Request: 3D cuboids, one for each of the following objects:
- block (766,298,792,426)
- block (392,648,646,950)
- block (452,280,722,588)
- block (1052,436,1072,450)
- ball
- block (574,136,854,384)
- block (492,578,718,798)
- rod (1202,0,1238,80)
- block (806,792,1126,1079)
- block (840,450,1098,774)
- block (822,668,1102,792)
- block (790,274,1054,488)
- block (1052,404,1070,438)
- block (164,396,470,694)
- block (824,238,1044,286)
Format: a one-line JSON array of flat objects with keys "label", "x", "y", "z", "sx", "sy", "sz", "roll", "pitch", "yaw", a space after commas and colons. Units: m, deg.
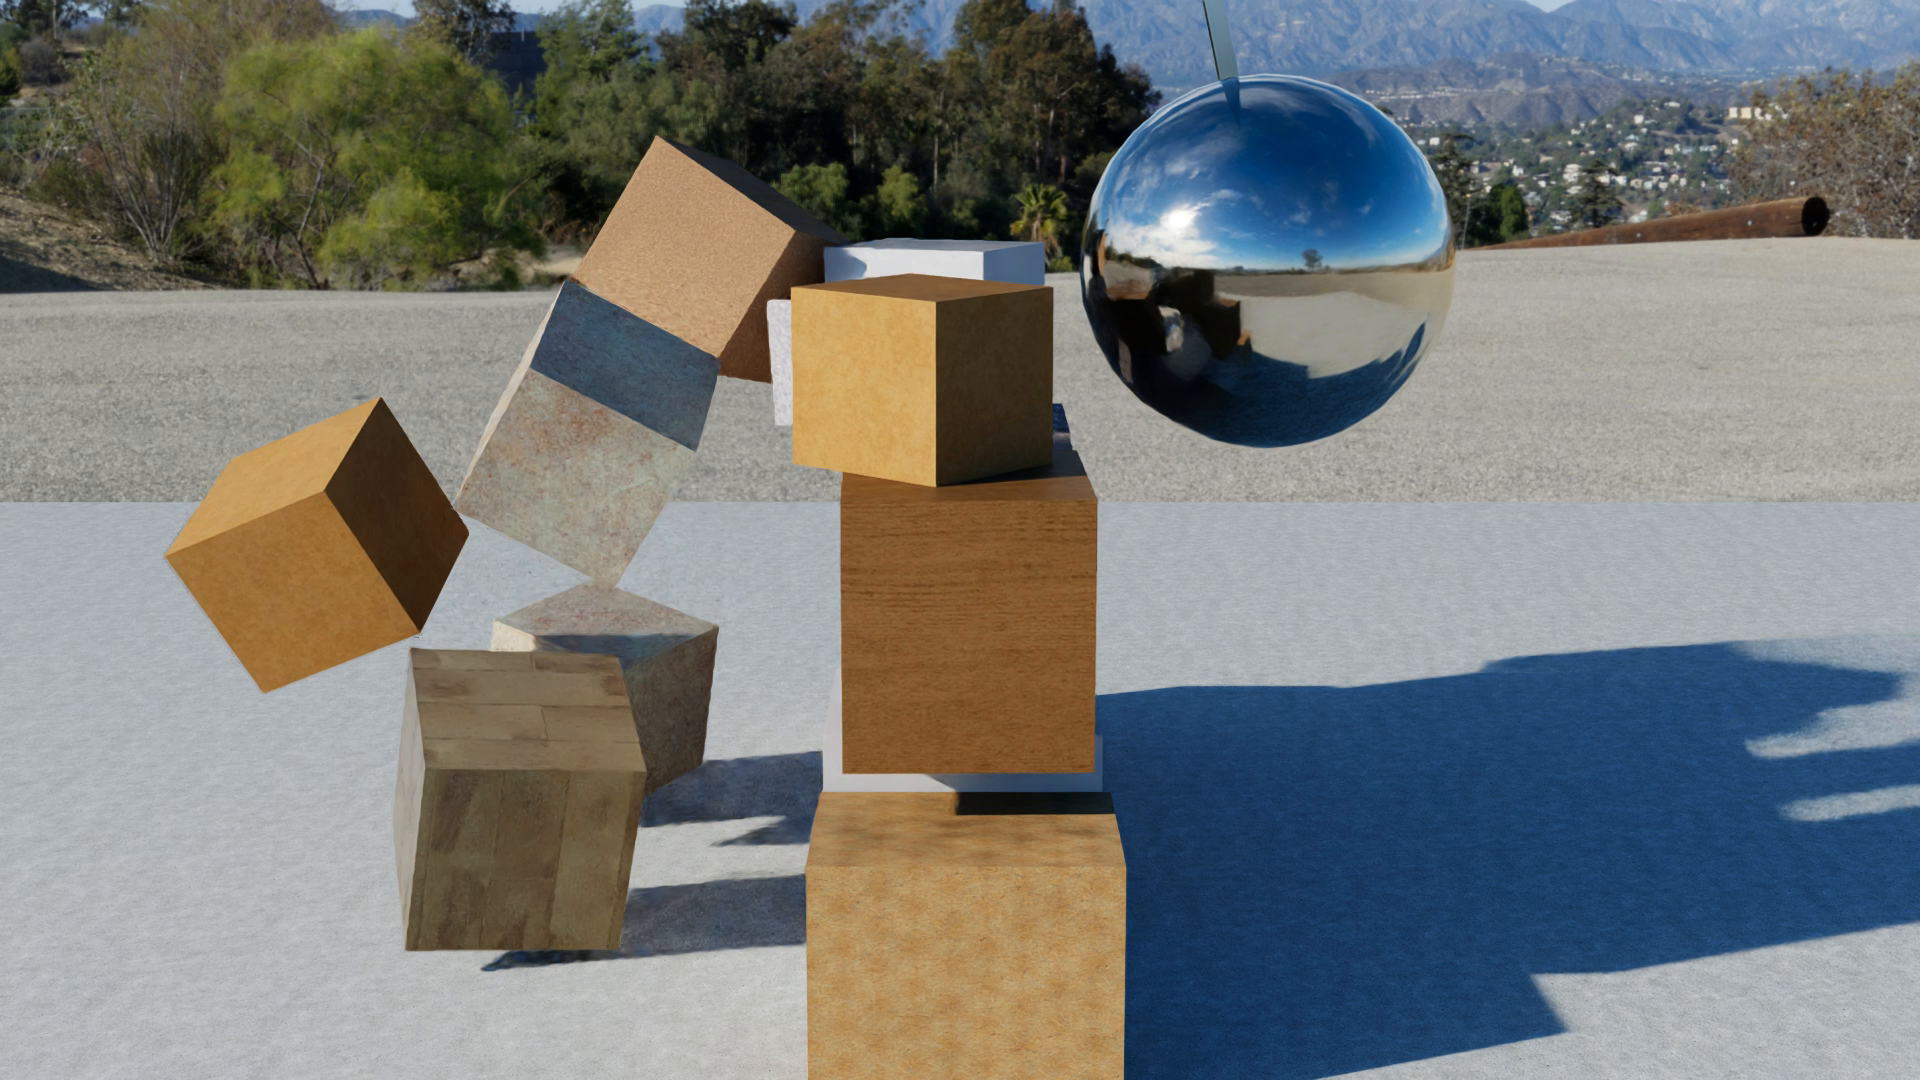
[{"label": "block", "x": -0.448, "y": -0.833, "z": 11.672, "sx": 0.606, "sy": 0.562, "sz": 0.580, "roll": -2, "pitch": 5, "yaw": 28}, {"label": "block", "x": -1.793, "y": 1.038, "z": 10.311, "sx": 0.840, "sy": 0.859, "sz": 0.857, "roll": 3, "pitch": 29, "yaw": -18}, {"label": "block", "x": -1.394, "y": -0.404, "z": 9.664, "sx": 0.670, "sy": 0.688, "sz": 0.712, "roll": 27, "pitch": 29, "yaw": -13}, {"label": "block", "x": 0.071, "y": 0.075, "z": 11.226, "sx": 0.847, "sy": 0.946, "sz": 0.855, "roll": 0, "pitch": 10, "yaw": 0}, {"label": "ball", "x": 1.308, "y": -1.182, "z": 10.965, "sx": 1.600, "sy": 1.600, "sz": 1.600, "roll": 0, "pitch": 10, "yaw": 0}, {"label": "block", "x": -1.153, "y": -1.340, "z": 12.461, "sx": 0.855, "sy": 0.786, "sz": 0.903, "roll": 35, "pitch": 11, "yaw": 16}, {"label": "block", "x": -1.731, "y": 0.743, "z": 12.357, "sx": 0.763, "sy": 0.751, "sz": 0.762, "roll": 19, "pitch": 23, "yaw": 25}, {"label": "rod", "x": 0.567, "y": -4.446, "z": 10.372, "sx": 0.080, "sy": 5.200, "sz": 0.080, "roll": -12, "pitch": 10, "yaw": 2}, {"label": "block", "x": 0.020, "y": 1.449, "z": 9.133, "sx": 1.076, "sy": 0.882, "sz": 0.912, "roll": 0, "pitch": 10, "yaw": 0}, {"label": "block", "x": 0.016, "y": 0.238, "z": 9.392, "sx": 0.885, "sy": 0.974, "sz": 1.008, "roll": 0, "pitch": 12, "yaw": -2}, {"label": "block", "x": 0.010, "y": 1.163, "z": 10.103, "sx": 1.033, "sy": 1.098, "sz": 1.079, "roll": 0, "pitch": 10, "yaw": 0}, {"label": "block", "x": -0.138, "y": -0.604, "z": 9.441, "sx": 0.711, "sy": 0.655, "sz": 0.646, "roll": 10, "pitch": 16, "yaw": 40}, {"label": "block", "x": -0.013, "y": -0.058, "z": 12.182, "sx": 1.026, "sy": 1.055, "sz": 1.045, "roll": 0, "pitch": 10, "yaw": 0}, {"label": "block", "x": -2.714, "y": 0.017, "z": 10.923, "sx": 0.794, "sy": 0.737, "sz": 0.817, "roll": -20, "pitch": 27, "yaw": 17}, {"label": "block", "x": -0.115, "y": -1.025, "z": 12.344, "sx": 0.820, "sy": 0.790, "sz": 0.749, "roll": 5, "pitch": 11, "yaw": 24}]
